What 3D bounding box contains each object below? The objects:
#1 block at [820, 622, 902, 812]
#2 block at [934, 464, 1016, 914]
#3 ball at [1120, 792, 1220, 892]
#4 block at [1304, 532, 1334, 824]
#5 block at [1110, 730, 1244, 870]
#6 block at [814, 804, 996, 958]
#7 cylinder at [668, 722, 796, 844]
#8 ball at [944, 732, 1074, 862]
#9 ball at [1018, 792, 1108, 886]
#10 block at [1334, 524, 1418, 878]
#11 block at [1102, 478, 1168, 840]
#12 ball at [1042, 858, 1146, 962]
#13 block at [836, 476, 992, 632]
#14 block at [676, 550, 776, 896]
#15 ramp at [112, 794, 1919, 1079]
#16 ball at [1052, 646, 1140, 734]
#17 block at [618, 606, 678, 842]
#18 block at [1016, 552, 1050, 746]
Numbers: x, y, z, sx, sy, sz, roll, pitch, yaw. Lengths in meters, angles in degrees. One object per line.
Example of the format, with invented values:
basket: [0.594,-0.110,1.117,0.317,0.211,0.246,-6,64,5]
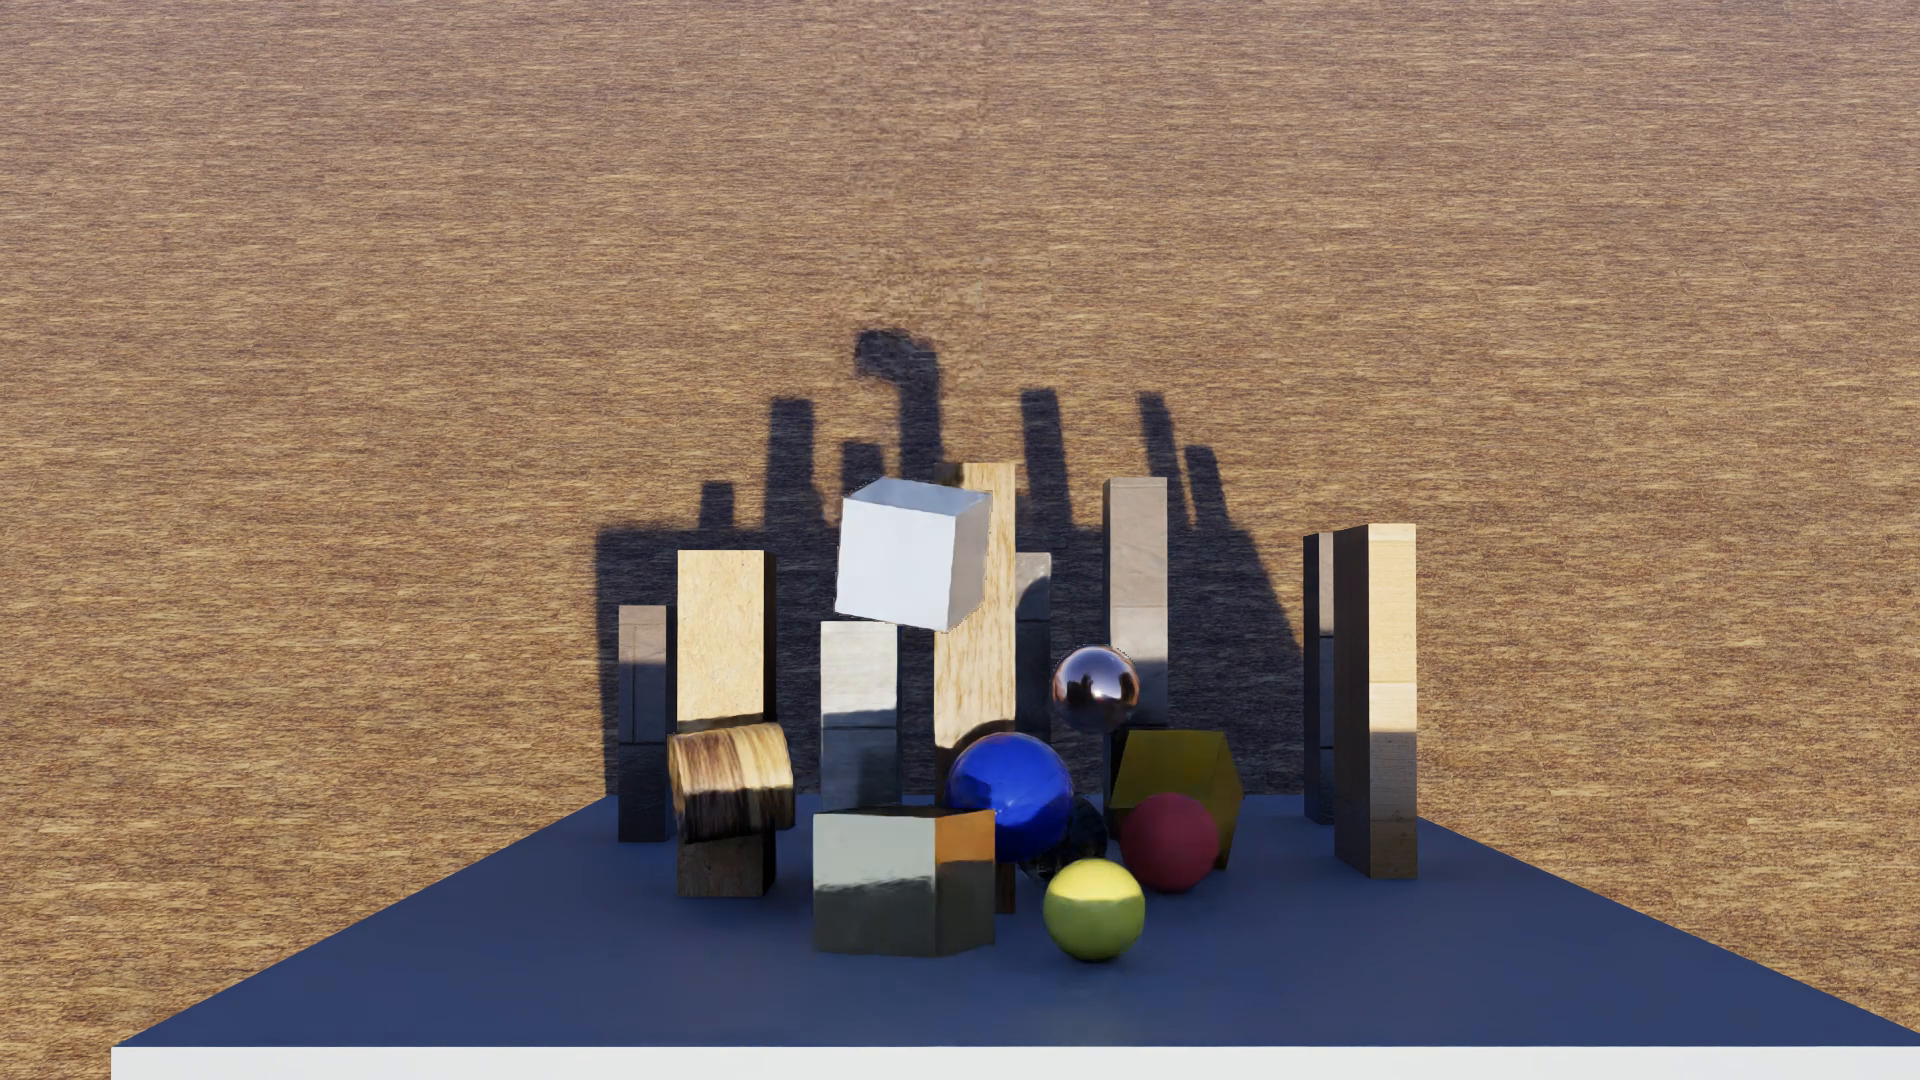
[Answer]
block: [-0.172,0.375,4.616,0.129,0.460,0.394,0,-2,0]
block: [0.024,0.240,4.327,0.127,0.711,0.447,0,-2,0]
ball: [0.356,0.514,4.412,0.169,0.169,0.169,0,35,0]
block: [0.856,0.316,5.983,0.092,0.657,0.271,0,-2,0]
block: [0.405,0.483,4.839,0.181,0.181,0.181,-1,47,22]
block: [-0.077,0.481,3.687,0.192,0.192,0.192,-1,-2,26]
cylinder: [-0.374,0.396,4.239,0.177,0.177,0.177,-7,35,-13]
ball: [0.075,0.396,3.998,0.201,0.201,0.201,0,35,0]
ball: [0.172,0.517,4.490,0.168,0.168,0.168,0,35,0]
block: [0.776,0.295,4.875,0.084,0.635,0.444,0,-2,0]
block: [0.375,0.253,5.584,0.119,0.761,0.300,0,-2,0]
ball: [0.182,0.502,3.525,0.141,0.141,0.141,0,35,0]
block: [-0.058,0.015,3.258,0.146,0.146,0.146,9,15,16]
block: [-0.401,0.312,4.504,0.143,0.579,0.311,0,-2,0]
ramp: [0.077,0.661,4.822,2.000,0.100,4.000,0,-2,0]
ball: [0.257,0.285,4.919,0.168,0.168,0.168,0,35,0]
block: [-0.662,0.386,5.536,0.098,0.492,0.264,0,-2,0]
block: [0.155,0.341,6.105,0.103,0.616,0.288,0,-2,0]
